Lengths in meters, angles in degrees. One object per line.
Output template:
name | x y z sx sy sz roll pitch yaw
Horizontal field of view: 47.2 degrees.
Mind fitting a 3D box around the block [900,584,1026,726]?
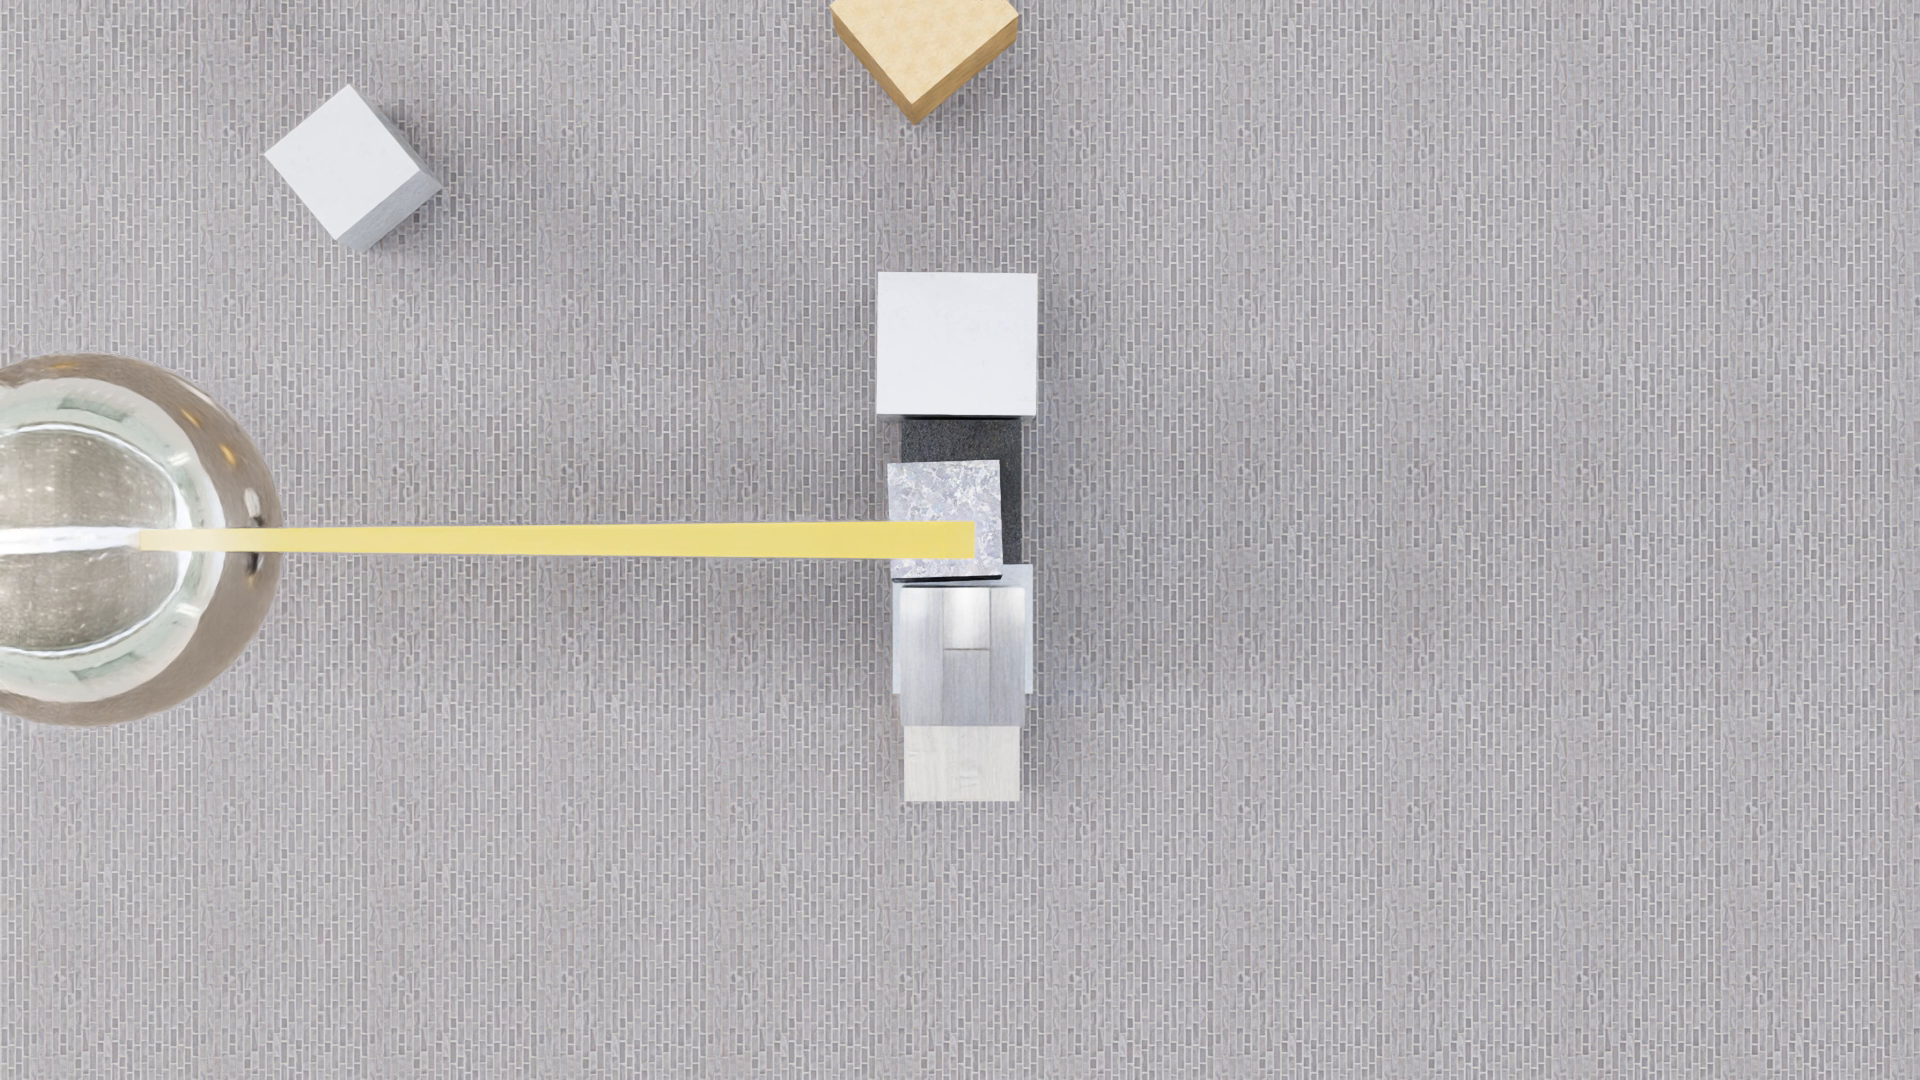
block | 0.014 0.615 11.929 0.655 0.792 0.726 0 90 0

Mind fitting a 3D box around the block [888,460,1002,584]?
block | -0.080 -0.094 12.063 0.599 0.554 0.617 -2 86 0

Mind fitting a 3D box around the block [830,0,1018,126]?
block | -0.202 -2.975 12.671 0.783 0.658 0.721 -40 90 0

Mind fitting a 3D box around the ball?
ball | -3.721 0.000 9.388 1.600 1.600 1.600 0 90 0

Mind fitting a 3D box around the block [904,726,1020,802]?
block | 0.010 1.168 12.669 0.645 0.662 0.594 0 90 0

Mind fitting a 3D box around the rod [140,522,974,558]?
rod | -1.612 0.000 6.721 0.080 5.200 0.080 0 90 -38

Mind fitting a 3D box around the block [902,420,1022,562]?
block | 0.008 -0.274 12.681 0.674 0.639 0.805 0 90 0

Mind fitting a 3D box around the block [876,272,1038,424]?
block | -0.017 -1.081 12.550 0.875 0.901 0.779 1 90 0

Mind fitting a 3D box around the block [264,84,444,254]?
block | -3.490 -2.135 12.708 0.623 0.584 0.630 -40 90 0

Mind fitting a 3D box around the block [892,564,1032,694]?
block | 0.016 0.499 12.662 0.784 0.675 0.722 0 90 0
